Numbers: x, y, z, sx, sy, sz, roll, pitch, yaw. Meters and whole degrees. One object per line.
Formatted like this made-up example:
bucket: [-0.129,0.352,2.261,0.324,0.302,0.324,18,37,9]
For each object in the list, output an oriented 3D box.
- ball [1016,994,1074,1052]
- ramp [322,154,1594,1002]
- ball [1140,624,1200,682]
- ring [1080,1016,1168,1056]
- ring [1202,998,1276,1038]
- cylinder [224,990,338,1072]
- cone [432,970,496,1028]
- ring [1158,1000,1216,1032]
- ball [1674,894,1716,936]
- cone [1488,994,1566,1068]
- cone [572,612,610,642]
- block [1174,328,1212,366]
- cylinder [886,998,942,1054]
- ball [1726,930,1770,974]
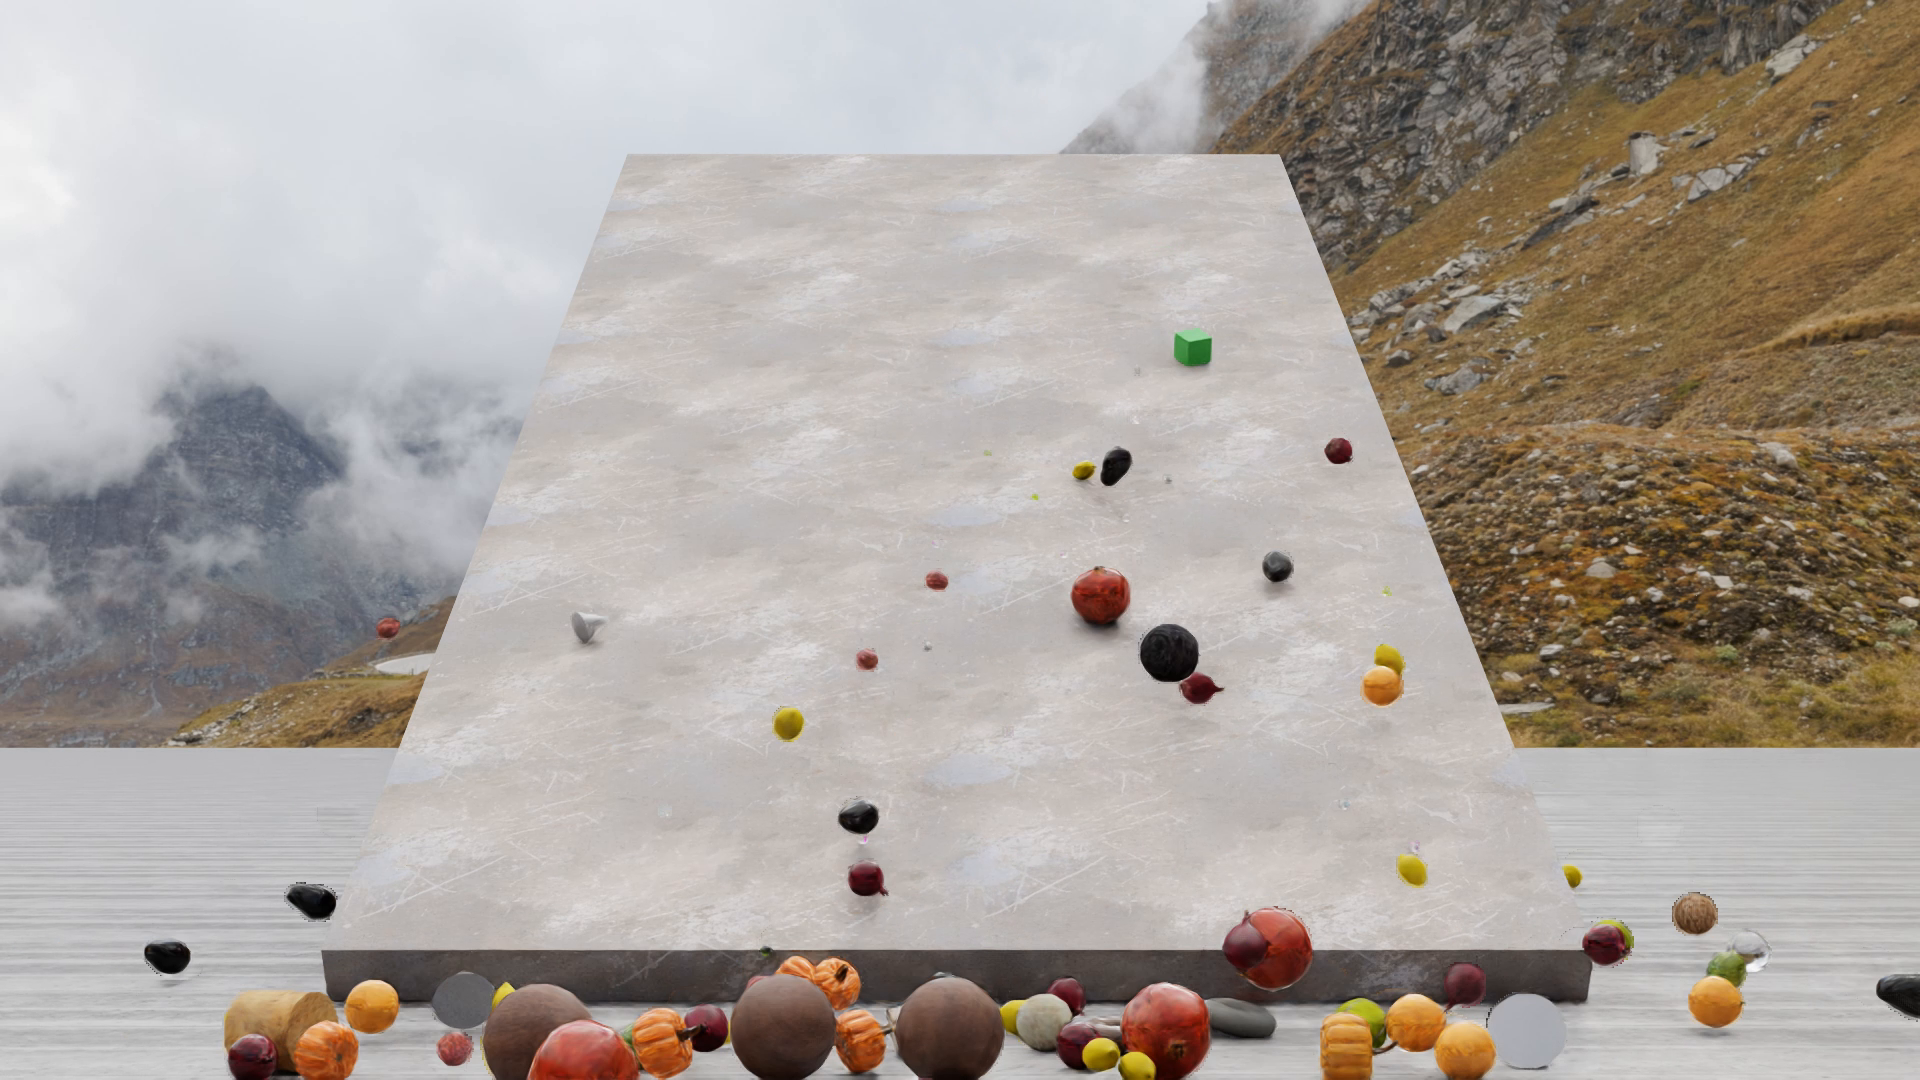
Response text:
ball: [0.113,0.643,3.162,0.076,0.076,0.076,0,-5,0]
ramp: [-0.011,-0.226,5.529,2.000,0.100,4.000,0,27,0]
ball: [0.351,0.190,3.977,0.099,0.099,0.099,0,-5,0]
ring: [0.218,0.661,3.159,0.119,0.040,0.119,1,-1,0]
ring: [0.391,0.670,3.331,0.106,0.035,0.106,11,2,0]
cylinder: [-0.850,0.614,2.972,0.098,0.098,0.098,-4,-6,24]
cone: [-0.709,0.637,3.396,0.089,0.089,0.089,1,18,-14]
ring: [0.338,0.684,3.413,0.109,0.036,0.109,1,-4,0]
ball: [1.449,0.738,4.677,0.079,0.079,0.079,0,-5,0]
cone: [0.729,0.644,3.045,0.097,0.097,0.097,-1,-28,15]
cone: [-0.707,0.159,4.595,0.063,0.063,0.063,-21,7,-31]
block: [0.572,-0.473,5.832,0.066,0.066,0.066,-12,30,-23]
cylinder: [-0.060,0.639,3.118,0.060,0.060,0.060,-13,-3,-10]
ball: [1.406,0.734,4.231,0.075,0.075,0.075,0,-5,0]
